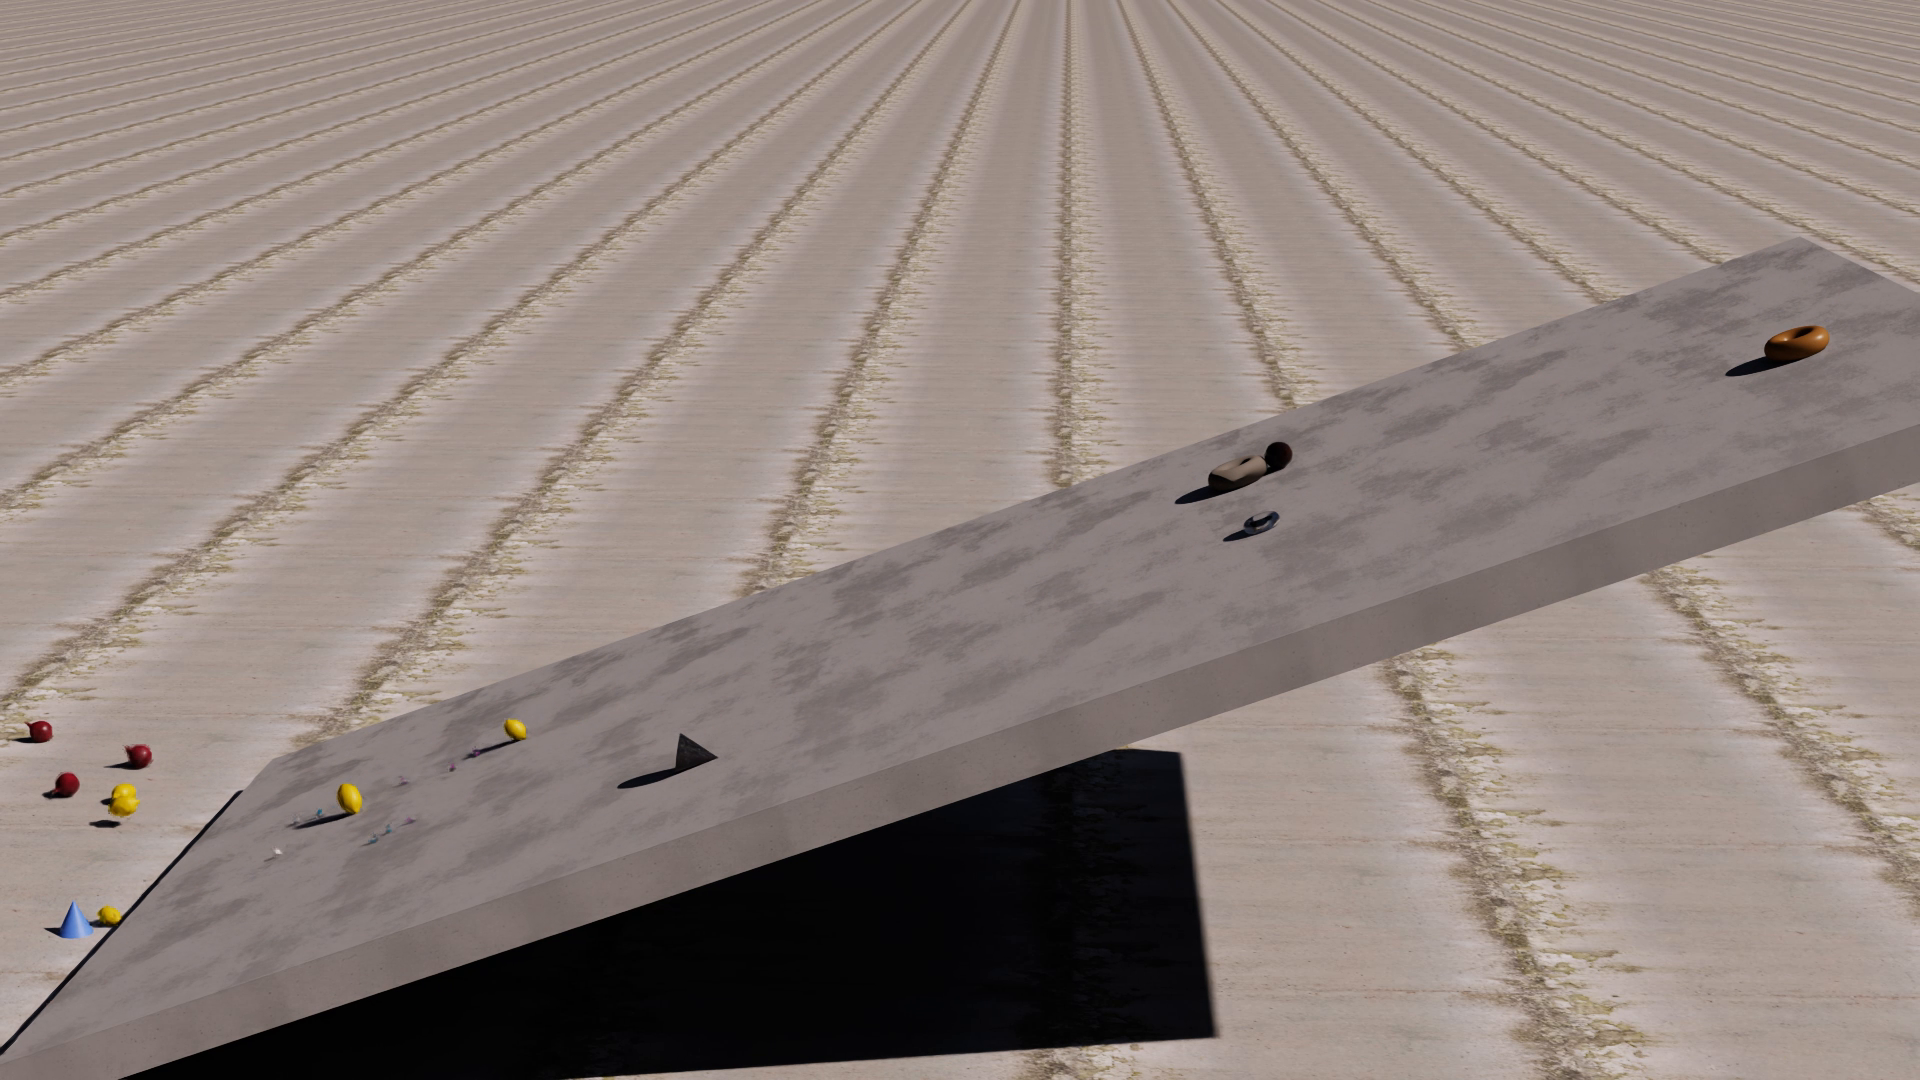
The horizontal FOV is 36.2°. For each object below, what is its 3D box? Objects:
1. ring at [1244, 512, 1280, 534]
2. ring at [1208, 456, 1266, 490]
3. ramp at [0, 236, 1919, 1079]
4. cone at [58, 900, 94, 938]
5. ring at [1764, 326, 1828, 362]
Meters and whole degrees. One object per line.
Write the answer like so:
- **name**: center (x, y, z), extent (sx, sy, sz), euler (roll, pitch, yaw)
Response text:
- **ring**: center (0.625, -0.036, 6.101), extent (0.080, 0.027, 0.080), euler (-21, 11, 4)
- **ring**: center (0.623, -0.150, 6.599), extent (0.139, 0.046, 0.139), euler (-20, 10, 4)
- **ramp**: center (0.112, 0.178, 6.300), extent (4.000, 0.100, 2.000), euler (-19, 11, 6)
- **cone**: center (-1.958, 0.832, 6.504), extent (0.077, 0.077, 0.077), euler (0, 13, 0)
- **ring**: center (1.685, -0.395, 5.923), extent (0.130, 0.043, 0.130), euler (-19, 12, 4)
